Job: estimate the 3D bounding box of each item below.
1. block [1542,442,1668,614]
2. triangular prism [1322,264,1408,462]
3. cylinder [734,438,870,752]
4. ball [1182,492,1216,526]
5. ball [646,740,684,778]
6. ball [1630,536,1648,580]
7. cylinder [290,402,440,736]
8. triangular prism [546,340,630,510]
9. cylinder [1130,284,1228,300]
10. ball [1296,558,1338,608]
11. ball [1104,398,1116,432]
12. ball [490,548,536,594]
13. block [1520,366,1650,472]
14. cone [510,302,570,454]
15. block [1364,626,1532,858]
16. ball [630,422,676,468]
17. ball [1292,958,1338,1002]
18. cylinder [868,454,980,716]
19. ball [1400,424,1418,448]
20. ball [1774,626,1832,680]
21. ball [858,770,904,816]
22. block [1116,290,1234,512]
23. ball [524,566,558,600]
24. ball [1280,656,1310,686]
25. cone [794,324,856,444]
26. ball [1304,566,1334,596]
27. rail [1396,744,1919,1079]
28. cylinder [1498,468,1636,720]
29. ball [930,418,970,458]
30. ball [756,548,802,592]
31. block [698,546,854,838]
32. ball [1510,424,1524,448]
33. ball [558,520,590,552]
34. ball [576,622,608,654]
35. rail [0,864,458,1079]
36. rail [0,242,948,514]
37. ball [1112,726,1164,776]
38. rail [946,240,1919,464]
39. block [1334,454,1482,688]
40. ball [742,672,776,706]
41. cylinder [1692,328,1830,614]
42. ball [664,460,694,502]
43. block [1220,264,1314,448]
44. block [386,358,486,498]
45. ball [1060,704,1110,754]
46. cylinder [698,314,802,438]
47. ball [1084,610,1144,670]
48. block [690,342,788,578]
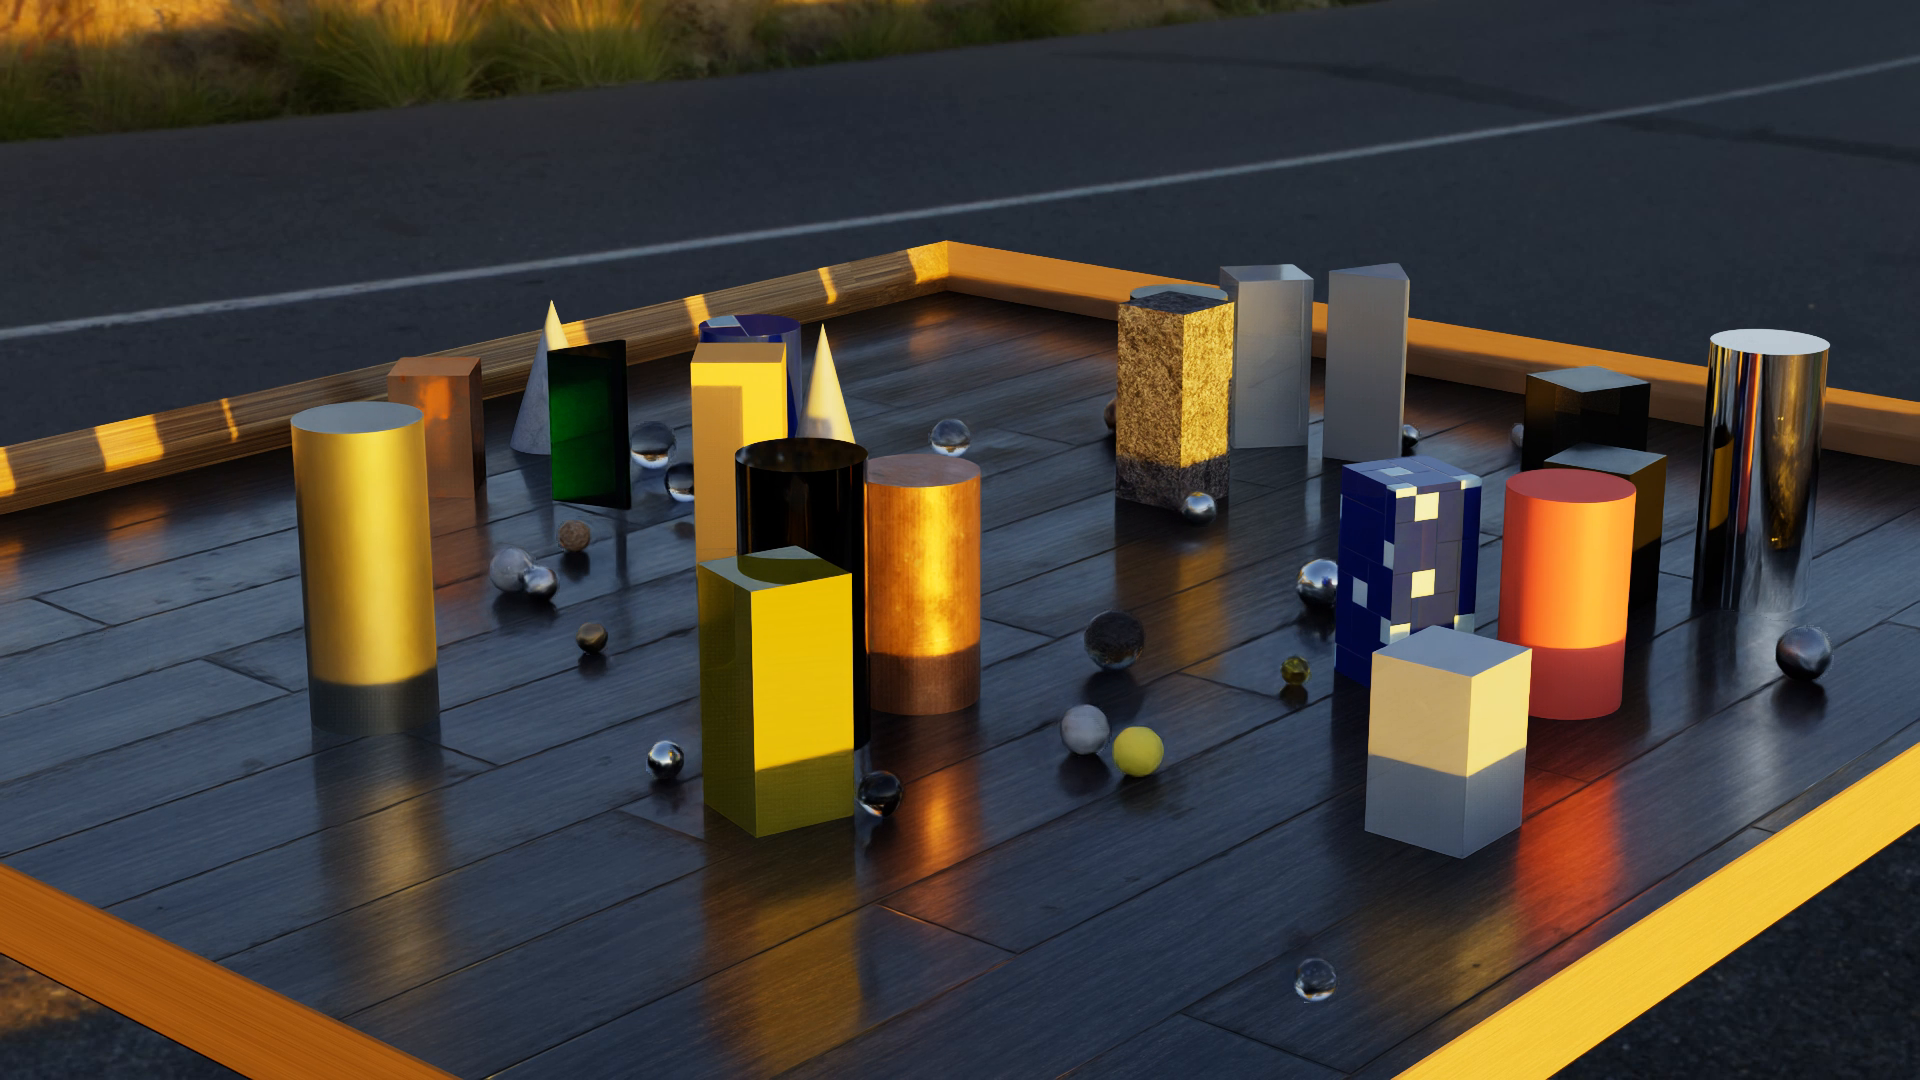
[{"bbox_3d":[1.108,-0.018,5.069,0.158,0.256,0.158,12,20,34],"label":"block"},{"bbox_3d":[0.855,-0.363,5.987,0.171,0.386,0.148,10,19,29],"label":"triangular prism"},{"bbox_3d":[-0.234,0.086,4.395,0.197,0.445,0.197,0,17,0],"label":"cylinder"},{"bbox_3d":[0.451,-0.060,5.538,0.065,0.065,0.065,0,17,0],"label":"ball"},{"bbox_3d":[-0.430,0.321,4.291,0.055,0.055,0.055,0,17,0],"label":"ball"},{"bbox_3d":[1.176,0.031,5.201,0.086,0.086,0.086,0,17,0],"label":"ball"},{"bbox_3d":[-0.908,0.043,4.488,0.197,0.475,0.197,0,17,0],"label":"cylinder"},{"bbox_3d":[-0.686,-0.230,5.701,0.171,0.296,0.148,7,18,22],"label":"triangular prism"},{"bbox_3d":[0.442,-0.336,5.979,0.197,0.339,0.197,0,17,0],"label":"cylinder"},{"bbox_3d":[0.623,0.075,5.054,0.086,0.086,0.086,0,17,0],"label":"ball"},{"bbox_3d":[0.343,-0.264,6.193,0.079,0.079,0.079,0,17,0],"label":"ball"},{"bbox_3d":[-0.784,0.053,5.135,0.081,0.081,0.081,0,17,0],"label":"ball"},{"bbox_3d":[1.145,-0.144,5.389,0.158,0.313,0.158,-8,19,-26],"label":"block"},{"bbox_3d":[-0.842,-0.350,6.085,0.197,0.304,0.197,0,17,0],"label":"cone"},{"bbox_3d":[0.678,0.278,4.074,0.158,0.263,0.158,14,22,39],"label":"block"},{"bbox_3d":[-0.620,-0.190,5.922,0.093,0.093,0.093,0,17,0],"label":"ball"},{"bbox_3d":[0.433,0.537,3.578,0.054,0.054,0.054,0,17,0],"label":"ball"},{"bbox_3d":[-0.066,0.068,4.591,0.197,0.367,0.197,0,17,0],"label":"cylinder"},{"bbox_3d":[0.927,-0.215,6.080,0.048,0.048,0.048,0,17,0],"label":"ball"},{"bbox_3d":[1.351,0.182,4.697,0.088,0.088,0.088,0,17,0],"label":"ball"},{"bbox_3d":[-0.112,0.359,4.149,0.065,0.065,0.065,0,17,0],"label":"ball"},{"bbox_3d":[0.415,-0.271,5.682,0.158,0.386,0.158,14,22,39],"label":"block"},{"bbox_3d":[-0.729,0.076,5.096,0.061,0.061,0.061,0,17,0],"label":"ball"},{"bbox_3d":[0.535,0.208,4.681,0.047,0.047,0.047,0,17,0],"label":"ball"},{"bbox_3d":[-0.255,-0.215,5.487,0.197,0.391,0.197,0,17,0],"label":"cone"},{"bbox_3d":[0.628,0.073,5.123,0.051,0.051,0.051,0,17,0],"label":"ball"},{"bbox_3d":[1.276,0.352,4.059,0.045,0.128,3.843,14,22,39],"label":"rail"},{"bbox_3d":[0.942,0.083,4.574,0.197,0.348,0.197,0,17,0],"label":"cylinder"},{"bbox_3d":[-0.019,-0.208,5.999,0.082,0.082,0.082,0,17,0],"label":"ball"},{"bbox_3d":[-0.318,0.053,5.142,0.078,0.078,0.078,0,17,0],"label":"ball"},{"bbox_3d":[-0.259,0.211,4.130,0.158,0.359,0.158,-10,20,-31],"label":"block"},{"bbox_3d":[1.168,-0.216,6.087,0.048,0.048,0.048,0,17,0],"label":"ball"},{"bbox_3d":[-0.707,-0.008,5.376,0.059,0.059,0.059,0,17,0],"label":"ball"},{"bbox_3d":[-0.607,0.160,4.830,0.052,0.052,0.052,0,17,0],"label":"ball"},{"bbox_3d":[-1.244,0.446,3.748,3.428,0.128,0.045,14,22,39],"label":"rail"},{"bbox_3d":[-1.276,-0.288,6.181,0.045,0.128,3.843,14,22,39],"label":"rail"},{"bbox_3d":[0.261,0.309,4.297,0.074,0.074,0.074,0,17,0],"label":"ball"},{"bbox_3d":[1.244,-0.381,6.492,3.428,0.128,0.045,14,22,39],"label":"rail"},{"bbox_3d":[0.711,0.056,4.670,0.158,0.343,0.158,-8,18,-24],"label":"block"},{"bbox_3d":[-0.315,0.234,4.586,0.052,0.052,0.052,0,17,0],"label":"ball"},{"bbox_3d":[1.380,-0.120,5.061,0.197,0.455,0.197,0,17,0],"label":"cylinder"},{"bbox_3d":[-0.534,-0.113,5.689,0.080,0.080,0.080,0,17,0],"label":"ball"},{"bbox_3d":[0.634,-0.384,6.118,0.158,0.352,0.158,-3,17,-9],"label":"block"},{"bbox_3d":[-1.028,-0.223,5.770,0.158,0.243,0.158,0,17,0],"label":"block"},{"bbox_3d":[0.186,0.283,4.383,0.075,0.075,0.075,0,17,0],"label":"ball"},{"bbox_3d":[-0.406,-0.253,5.704,0.197,0.338,0.197,0,17,0],"label":"cylinder"},{"bbox_3d":[0.250,0.162,4.744,0.099,0.099,0.099,0,17,0],"label":"ball"},{"bbox_3d":[-0.392,-0.144,5.251,0.158,0.392,0.158,0,17,0],"label":"block"}]
